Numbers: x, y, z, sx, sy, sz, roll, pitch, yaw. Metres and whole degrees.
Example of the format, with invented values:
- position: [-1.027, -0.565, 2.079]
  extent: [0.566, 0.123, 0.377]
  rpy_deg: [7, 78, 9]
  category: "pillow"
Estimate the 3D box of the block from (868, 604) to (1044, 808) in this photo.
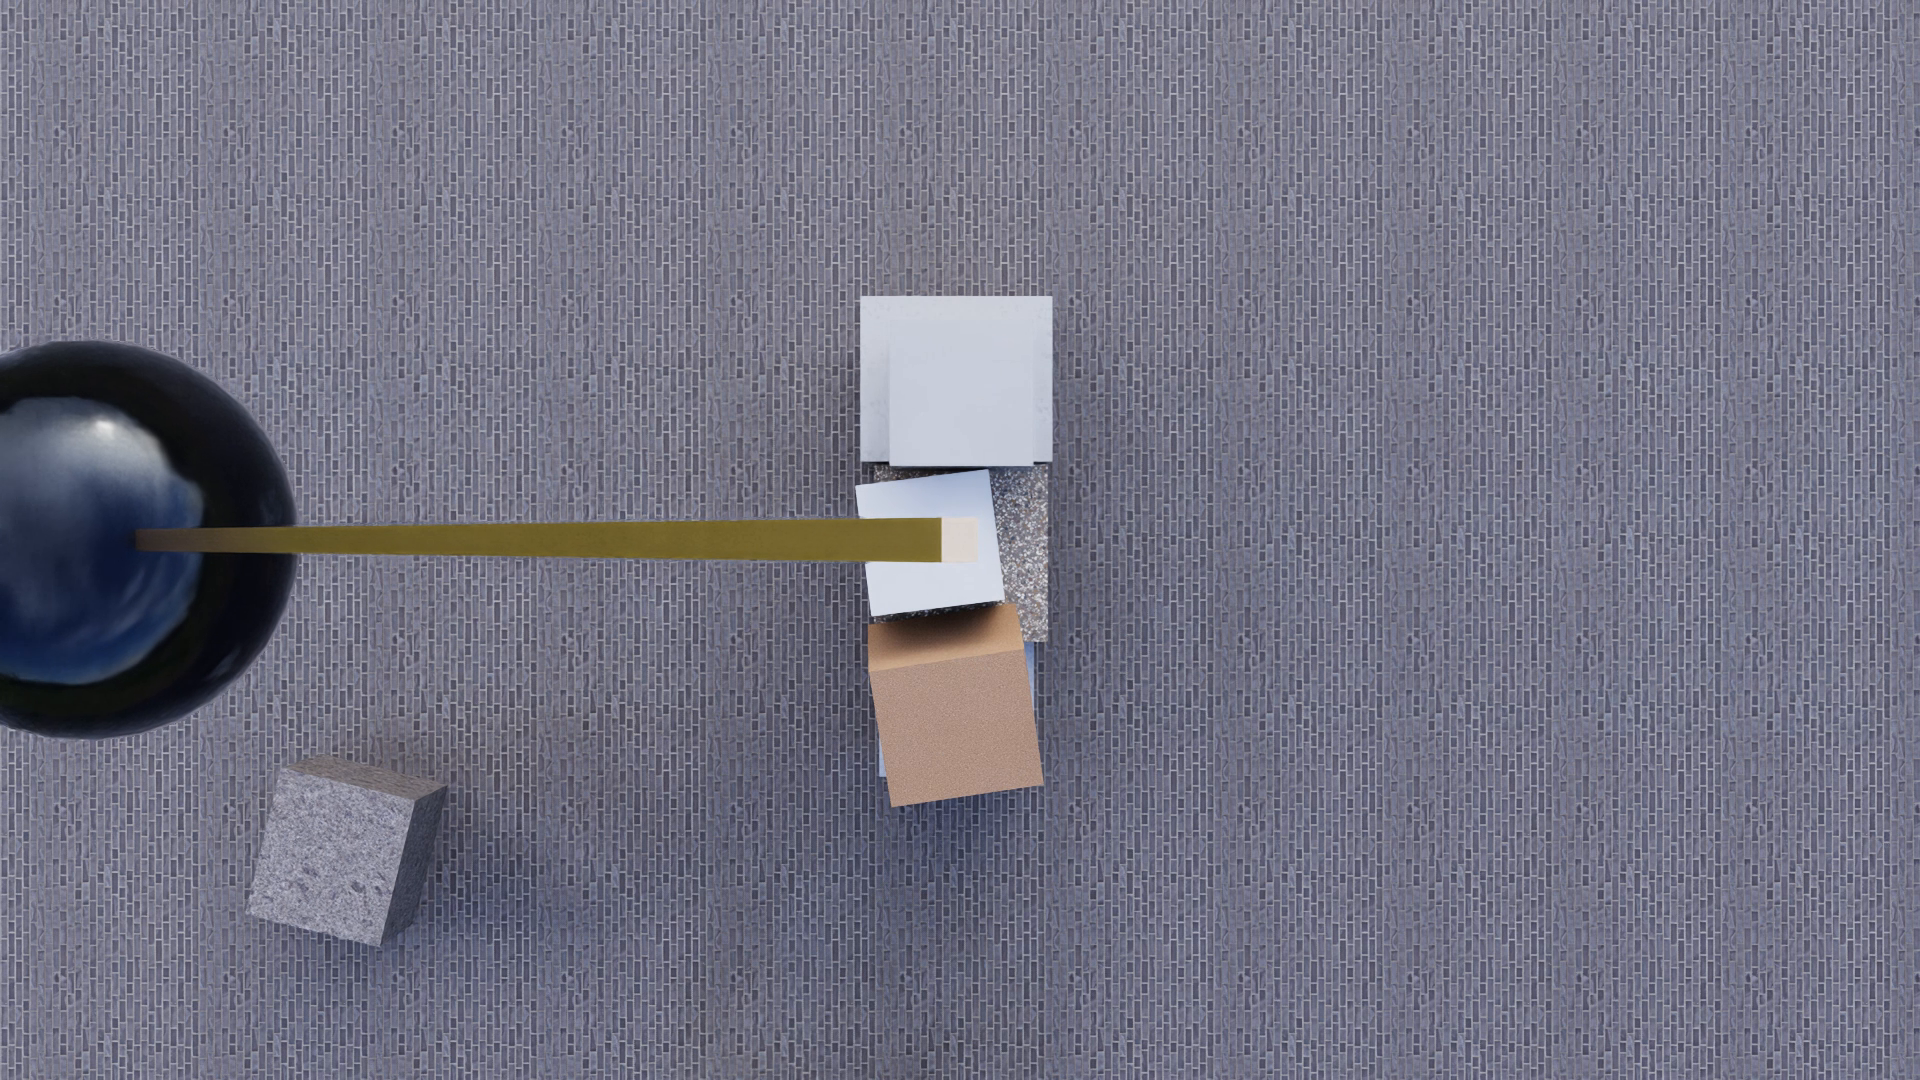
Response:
- position: [-0.030, 0.880, 11.838]
  extent: [0.816, 0.673, 0.784]
  rpy_deg: [-9, 109, 0]
  category: "block"

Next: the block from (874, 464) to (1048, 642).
- position: [0.004, 0.072, 12.552]
  extent: [0.957, 0.897, 0.977]
  rpy_deg: [0, 90, 0]
  category: "block"

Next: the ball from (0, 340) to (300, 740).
- position: [-3.475, 0.000, 8.794]
  extent: [1.600, 1.600, 1.600]
  rpy_deg: [0, 90, 0]
  category: "ball"

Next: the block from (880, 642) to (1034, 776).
- position: [-0.019, 0.946, 12.642]
  extent: [0.864, 0.716, 0.751]
  rpy_deg: [0, 90, 0]
  category: "block"

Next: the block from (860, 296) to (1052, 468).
- position: [-0.020, -0.874, 12.460]
  extent: [1.040, 1.081, 0.895]
  rpy_deg: [0, 90, 0]
  category: "block"

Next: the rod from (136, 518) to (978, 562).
- position: [-1.506, 0.000, 6.022]
  extent: [0.080, 5.200, 0.080]
  rpy_deg: [0, 90, -35]
  category: "rod"

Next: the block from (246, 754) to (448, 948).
- position: [-3.497, 1.762, 12.605]
  extent: [0.768, 0.790, 0.838]
  rpy_deg: [14, 90, 0]
  category: "block"

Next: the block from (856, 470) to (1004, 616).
- position: [-0.155, 0.014, 11.744]
  extent: [0.696, 0.718, 0.681]
  rpy_deg: [-7, 90, 0]
  category: "block"

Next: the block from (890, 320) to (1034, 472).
- position: [0.008, -0.740, 11.491]
  extent: [0.723, 0.857, 0.734]
  rpy_deg: [0, 90, 0]
  category: "block"
